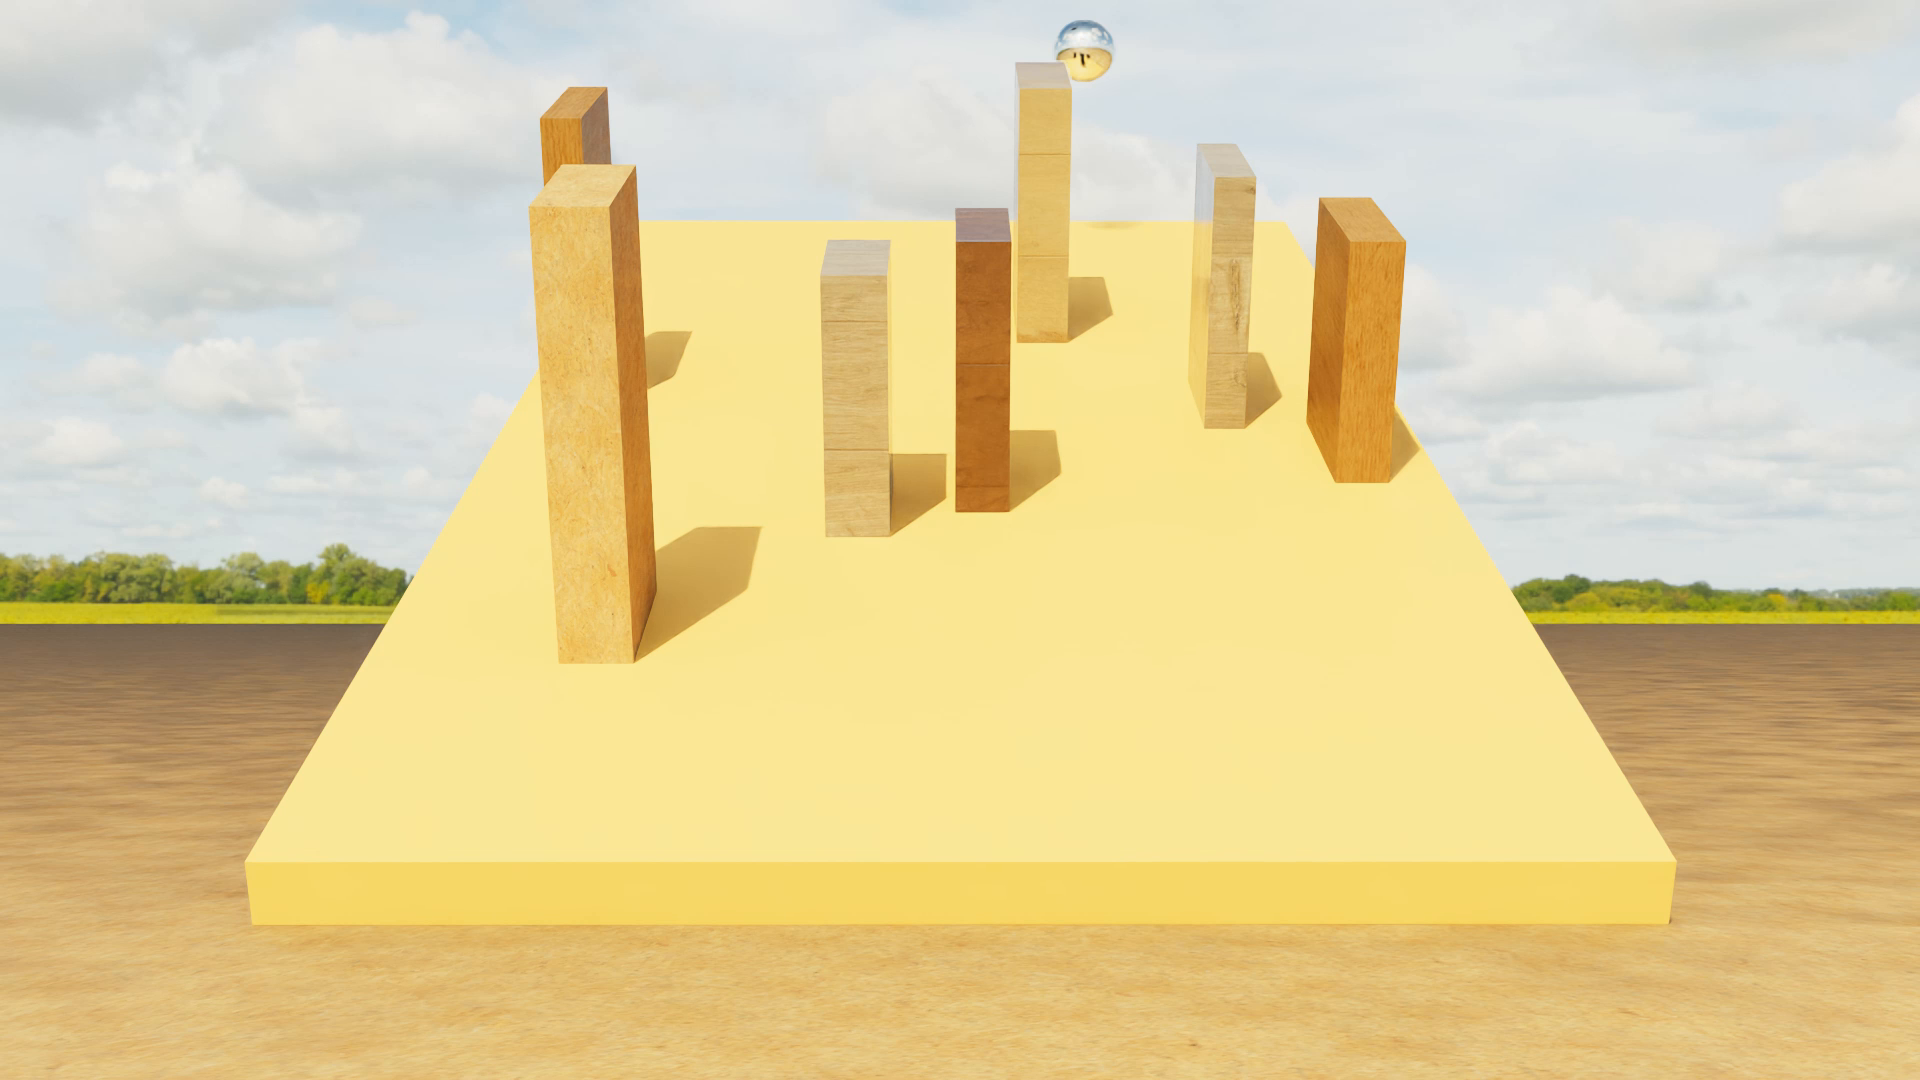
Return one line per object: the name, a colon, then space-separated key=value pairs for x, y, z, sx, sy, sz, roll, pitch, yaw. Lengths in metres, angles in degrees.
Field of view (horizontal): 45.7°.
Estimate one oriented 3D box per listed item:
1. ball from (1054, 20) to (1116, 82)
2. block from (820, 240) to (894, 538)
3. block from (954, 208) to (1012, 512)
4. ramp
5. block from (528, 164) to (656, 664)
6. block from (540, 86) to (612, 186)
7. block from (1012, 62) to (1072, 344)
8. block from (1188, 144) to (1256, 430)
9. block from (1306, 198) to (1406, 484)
ball: x=0.353 y=-1.391 z=6.478 sx=0.176 sy=0.176 sz=0.176 roll=0 pitch=-2 yaw=0
block: x=-0.197 y=-0.297 z=4.420 sx=0.124 sy=0.516 sz=0.285 roll=0 pitch=21 yaw=0
block: x=0.044 y=-0.362 z=4.550 sx=0.107 sy=0.547 sz=0.294 roll=0 pitch=21 yaw=0
ramp: x=-0.006 y=-0.213 z=5.069 sx=2.000 sy=0.100 sz=4.000 roll=0 pitch=21 yaw=0
block: x=-0.609 y=-0.213 z=3.832 sx=0.125 sy=0.776 sz=0.327 roll=0 pitch=21 yaw=0
block: x=-0.857 y=-0.665 z=5.183 sx=0.088 sy=0.661 sz=0.403 roll=0 pitch=21 yaw=0
block: x=0.203 y=-0.853 z=5.731 sx=0.126 sy=0.628 sz=0.400 roll=0 pitch=21 yaw=0
block: x=0.581 y=-0.571 z=5.087 sx=0.089 sy=0.559 sz=0.371 roll=0 pitch=21 yaw=0
block: x=0.825 y=-0.426 z=4.780 sx=0.111 sy=0.505 sz=0.409 roll=0 pitch=21 yaw=0
